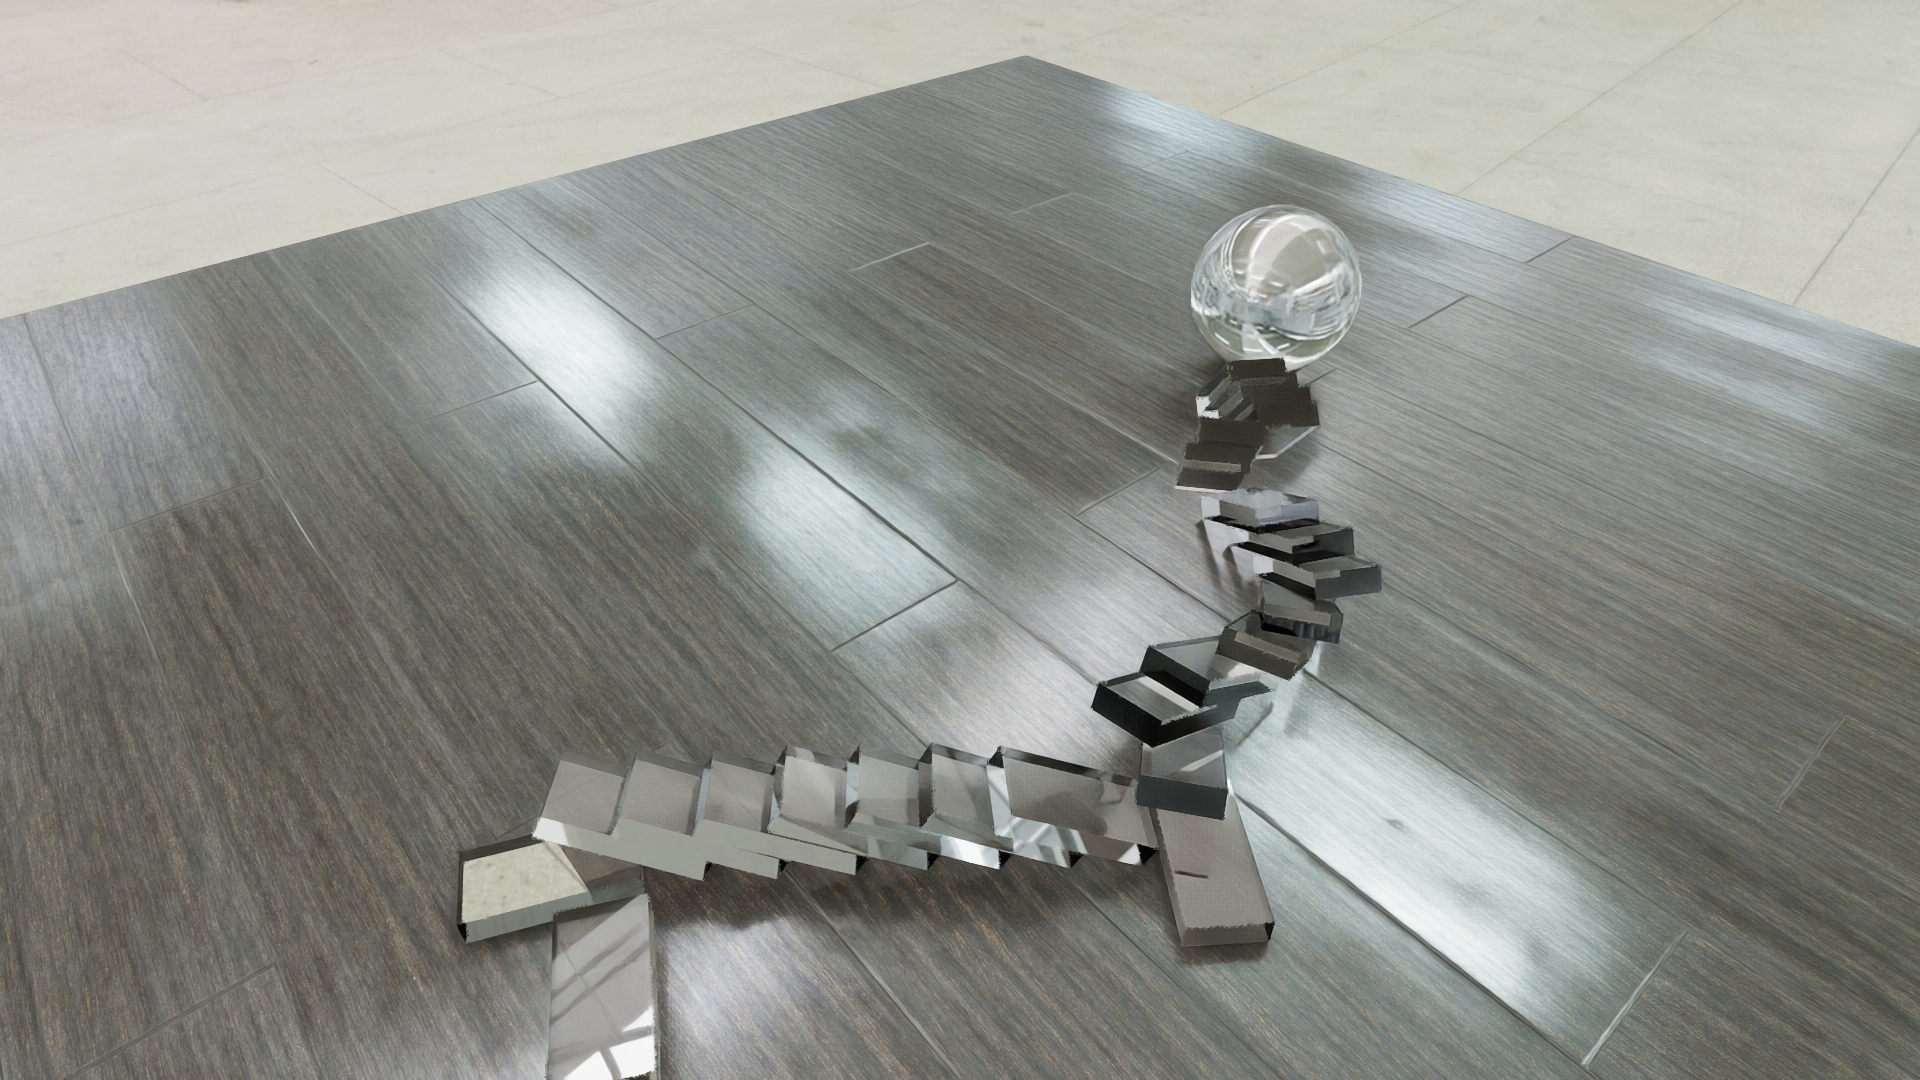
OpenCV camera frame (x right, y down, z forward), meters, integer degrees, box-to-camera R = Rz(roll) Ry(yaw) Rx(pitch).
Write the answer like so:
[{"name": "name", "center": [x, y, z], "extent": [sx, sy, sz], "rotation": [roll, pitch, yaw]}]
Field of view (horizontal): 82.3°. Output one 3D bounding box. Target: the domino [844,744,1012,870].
[{"name": "domino", "center": [-0.009, 0.080, 0.329], "extent": [0.050, 0.010, 0.025], "rotation": [19, 36, -18]}]

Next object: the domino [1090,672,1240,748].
[{"name": "domino", "center": [0.069, 0.053, 0.362], "extent": [0.025, 0.009, 0.050], "rotation": [29, 23, 38]}]

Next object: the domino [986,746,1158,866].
[{"name": "domino", "center": [0.033, 0.080, 0.329], "extent": [0.050, 0.009, 0.025], "rotation": [18, 36, -20]}]

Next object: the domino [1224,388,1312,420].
[{"name": "domino", "center": [0.132, -0.054, 0.481], "extent": [0.025, 0.050, 0.010], "rotation": [-4, 79, -5]}]

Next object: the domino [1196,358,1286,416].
[{"name": "domino", "center": [0.127, -0.069, 0.500], "extent": [0.025, 0.050, 0.009], "rotation": [-4, 79, -5]}]

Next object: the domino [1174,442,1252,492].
[{"name": "domino", "center": [0.103, -0.029, 0.452], "extent": [0.025, 0.050, 0.010], "rotation": [6, 83, 7]}]

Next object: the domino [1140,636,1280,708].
[{"name": "domino", "center": [0.086, 0.043, 0.371], "extent": [0.050, 0.009, 0.025], "rotation": [-1, 24, -47]}]

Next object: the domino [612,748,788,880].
[{"name": "domino", "center": [-0.075, 0.081, 0.327], "extent": [0.050, 0.010, 0.025], "rotation": [21, 35, -17]}]

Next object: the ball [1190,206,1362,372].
[{"name": "ball", "center": [0.153, -0.121, 0.536], "extent": [0.080, 0.080, 0.080], "rotation": [0, 39, 0]}]

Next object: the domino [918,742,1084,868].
[{"name": "domino", "center": [0.012, 0.080, 0.330], "extent": [0.050, 0.010, 0.025], "rotation": [19, 36, -18]}]

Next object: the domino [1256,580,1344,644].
[{"name": "domino", "center": [0.121, 0.025, 0.393], "extent": [0.025, 0.009, 0.050], "rotation": [10, 9, 12]}]

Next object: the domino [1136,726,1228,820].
[{"name": "domino", "center": [0.069, 0.070, 0.341], "extent": [0.025, 0.010, 0.050], "rotation": [8, 12, 10]}]

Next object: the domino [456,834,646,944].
[{"name": "domino", "center": [-0.120, 0.098, 0.323], "extent": [0.050, 0.010, 0.025], "rotation": [-11, 41, -14]}]

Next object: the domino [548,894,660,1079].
[{"name": "domino", "center": [-0.092, 0.118, 0.284], "extent": [0.025, 0.010, 0.050], "rotation": [-9, 40, -11]}]

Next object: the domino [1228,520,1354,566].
[{"name": "domino", "center": [0.127, -0.001, 0.426], "extent": [0.025, 0.009, 0.050], "rotation": [-10, 10, -12]}]

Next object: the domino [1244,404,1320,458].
[{"name": "domino", "center": [0.132, -0.046, 0.471], "extent": [0.025, 0.050, 0.010], "rotation": [-4, 79, -5]}]

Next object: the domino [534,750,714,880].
[{"name": "domino", "center": [-0.097, 0.082, 0.326], "extent": [0.050, 0.010, 0.025], "rotation": [21, 34, -17]}]

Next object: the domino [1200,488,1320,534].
[{"name": "domino", "center": [0.119, -0.012, 0.440], "extent": [0.025, 0.009, 0.050], "rotation": [-9, 10, -11]}]

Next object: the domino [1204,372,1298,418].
[{"name": "domino", "center": [0.129, -0.061, 0.491], "extent": [0.025, 0.050, 0.009], "rotation": [-4, 79, -5]}]

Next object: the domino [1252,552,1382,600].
[{"name": "domino", "center": [0.132, 0.011, 0.411], "extent": [0.025, 0.010, 0.050], "rotation": [-7, 10, -9]}]

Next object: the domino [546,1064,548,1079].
[{"name": "domino", "center": [-0.090, 0.136, 0.277], "extent": [0.025, 0.009, 0.050], "rotation": [-7, 40, -9]}]

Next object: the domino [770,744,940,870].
[{"name": "domino", "center": [-0.031, 0.080, 0.329], "extent": [0.050, 0.009, 0.025], "rotation": [19, 35, -18]}]

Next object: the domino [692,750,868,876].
[{"name": "domino", "center": [-0.052, 0.081, 0.328], "extent": [0.050, 0.010, 0.025], "rotation": [19, 36, -18]}]

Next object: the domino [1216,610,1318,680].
[{"name": "domino", "center": [0.107, 0.036, 0.380], "extent": [0.025, 0.010, 0.050], "rotation": [20, 11, 23]}]

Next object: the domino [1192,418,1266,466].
[{"name": "domino", "center": [0.111, -0.038, 0.462], "extent": [0.025, 0.050, 0.010], "rotation": [6, 78, 7]}]

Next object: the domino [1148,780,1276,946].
[{"name": "domino", "center": [0.074, 0.095, 0.328], "extent": [0.025, 0.010, 0.050], "rotation": [-2, 39, -3]}]
